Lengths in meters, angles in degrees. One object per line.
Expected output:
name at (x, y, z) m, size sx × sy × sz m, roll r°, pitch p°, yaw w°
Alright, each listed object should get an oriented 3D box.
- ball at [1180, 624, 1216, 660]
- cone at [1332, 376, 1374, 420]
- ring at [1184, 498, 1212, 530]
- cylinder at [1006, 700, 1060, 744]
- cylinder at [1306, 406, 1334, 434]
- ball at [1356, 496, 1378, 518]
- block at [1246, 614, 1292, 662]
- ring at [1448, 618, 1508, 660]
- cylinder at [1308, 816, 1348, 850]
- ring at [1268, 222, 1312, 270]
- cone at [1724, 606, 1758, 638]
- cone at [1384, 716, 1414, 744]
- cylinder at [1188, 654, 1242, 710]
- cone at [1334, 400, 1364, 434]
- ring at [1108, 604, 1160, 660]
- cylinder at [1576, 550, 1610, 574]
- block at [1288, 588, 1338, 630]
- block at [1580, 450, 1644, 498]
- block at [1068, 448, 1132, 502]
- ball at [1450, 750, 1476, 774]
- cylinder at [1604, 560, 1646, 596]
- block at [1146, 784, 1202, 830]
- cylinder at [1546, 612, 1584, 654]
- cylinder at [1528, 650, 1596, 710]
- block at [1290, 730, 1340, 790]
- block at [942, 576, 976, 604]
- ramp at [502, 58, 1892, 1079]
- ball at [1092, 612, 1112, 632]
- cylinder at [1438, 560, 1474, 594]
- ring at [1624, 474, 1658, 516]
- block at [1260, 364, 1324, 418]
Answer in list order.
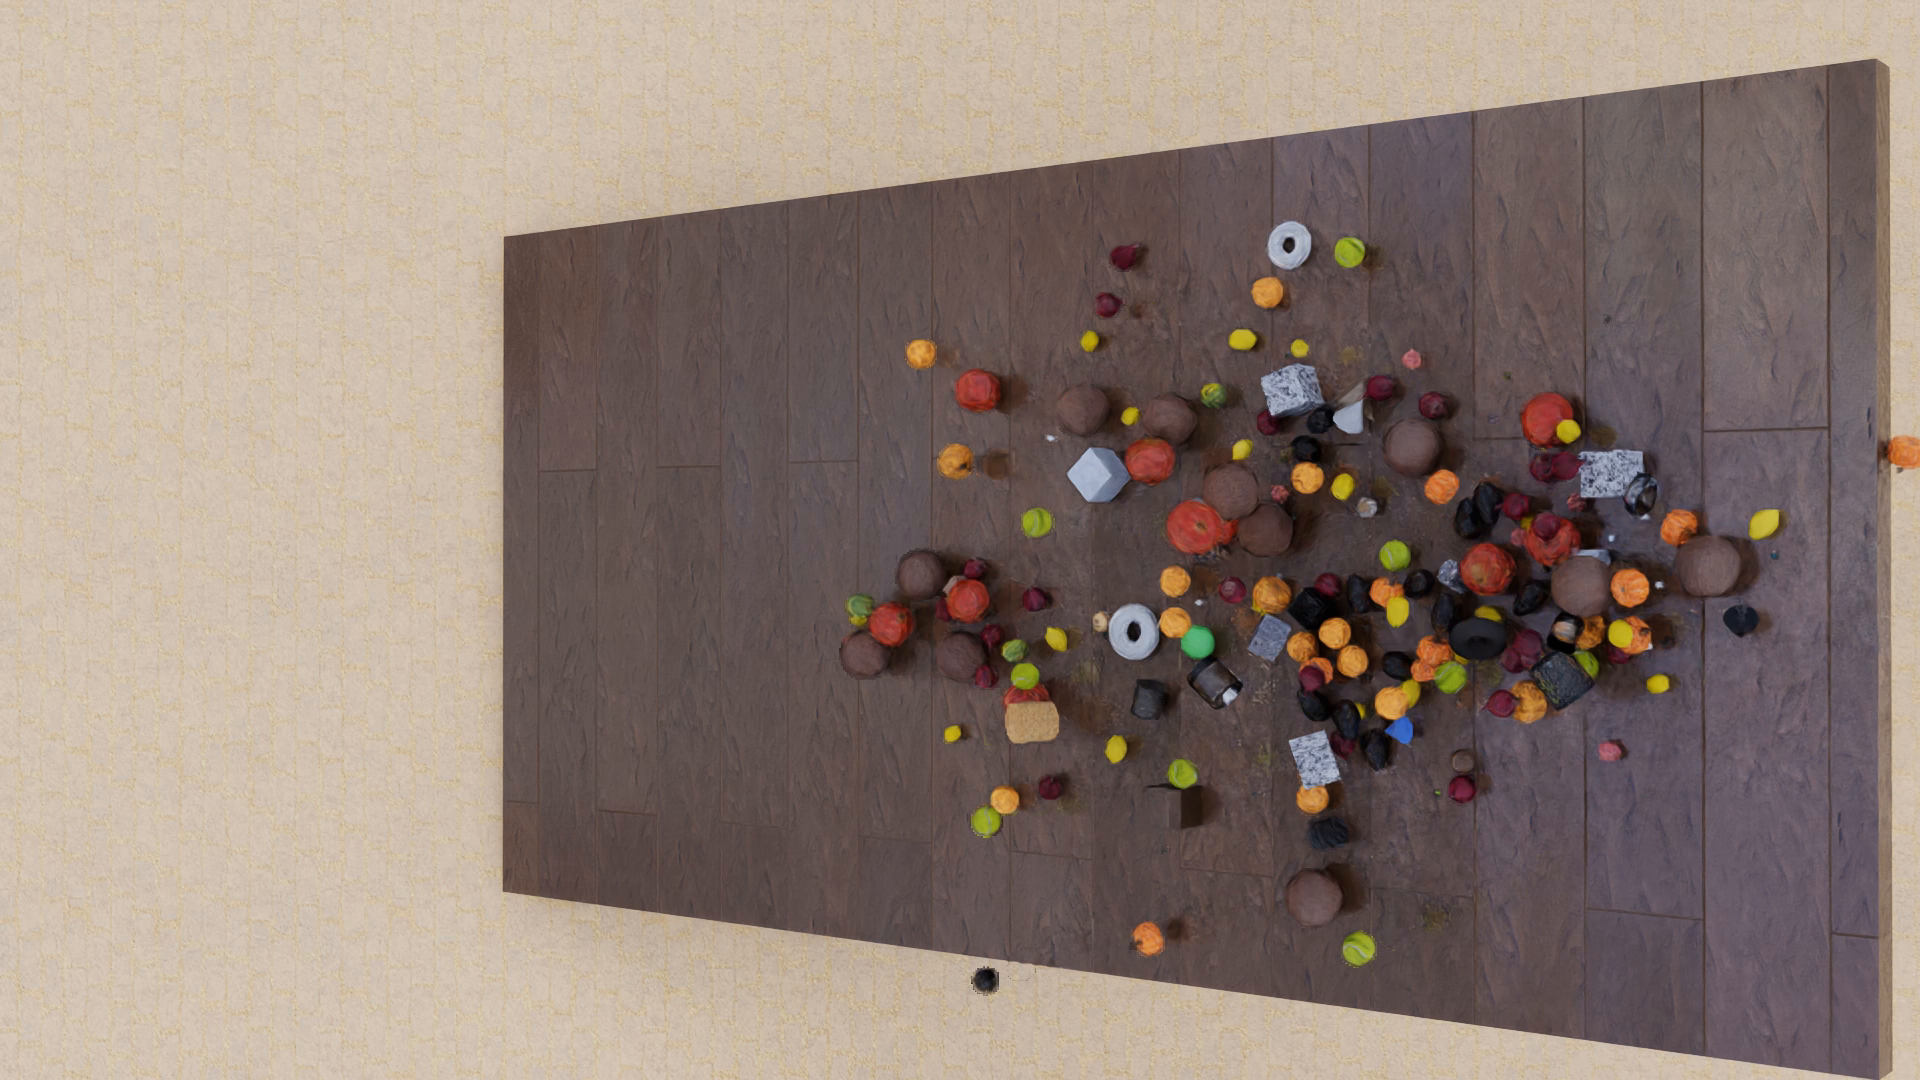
ball at (0.561, 0.241, 5.184) m, size 0.082 × 0.082 × 0.082 m, roll 0°, pitch 90°, yaw 0°
cone at (0.905, -0.304, 4.952) m, size 0.095 × 0.095 × 0.095 m, roll -38°, pitch 96°, yaw 0°
ring at (0.564, -0.061, 5.219) m, size 0.077 × 0.026 × 0.077 m, roll 1°, pitch 91°, yaw 38°
cylinder at (0.175, 0.443, 5.357) m, size 0.098 × 0.098 × 0.098 m, roll -2°, pitch 90°, yaw -24°
cylinder at (0.819, -0.271, 4.989) m, size 0.052 × 0.052 × 0.052 m, roll 11°, pitch 114°, yaw 26°
ball at (0.914, -0.073, 4.939) m, size 0.050 × 0.050 × 0.050 m, roll 0°, pitch 90°, yaw 0°
block at (0.696, 0.220, 4.949) m, size 0.066 × 0.066 × 0.066 m, roll 26°, pitch 55°, yaw 3°
ring at (1.115, 0.213, 4.732) m, size 0.125 × 0.125 × 0.042 m, roll 9°, pitch 51°, yaw 0°
cylinder at (0.831, 0.662, 4.966) m, size 0.065 × 0.065 × 0.065 m, roll 13°, pitch 67°, yaw -33°
ring at (0.760, -0.679, 5.069) m, size 0.110 × 0.037 × 0.110 m, roll -2°, pitch 87°, yaw 38°
cone at (1.573, 0.178, 4.432) m, size 0.067 × 0.067 × 0.067 m, roll -9°, pitch 50°, yaw 10°
cone at (0.962, 0.423, 4.880) m, size 0.060 × 0.060 × 0.060 m, roll 7°, pitch 78°, yaw -36°
cylinder at (0.592, 0.331, 5.107) m, size 0.091 × 0.091 × 0.091 m, roll -42°, pitch 61°, yaw 0°
cone at (0.882, -0.288, 4.905) m, size 0.074 × 0.074 × 0.074 m, roll 24°, pitch 134°, yaw 0°
ring at (0.420, 0.221, 5.313) m, size 0.137 × 0.046 × 0.137 m, roll 0°, pitch 90°, yaw 36°
cylinder at (1.329, 0.045, 4.615) m, size 0.050 × 0.050 × 0.050 m, roll 1°, pitch 89°, yaw -41°
block at (0.802, 0.157, 5.007) m, size 0.066 × 0.066 × 0.066 m, roll 50°, pitch 120°, yaw 30°
block at (1.355, -0.136, 4.570) m, size 0.094 × 0.094 × 0.094 m, roll 0°, pitch 88°, yaw -44°
block at (0.339, -0.158, 5.347) m, size 0.093 × 0.093 × 0.093 m, roll -49°, pitch 63°, yaw 26°
ball at (1.096, 0.484, 4.795) m, size 0.055 × 0.055 × 0.055 m, roll 0°, pitch 90°, yaw 0°
cylinder at (1.369, 0.078, 4.529) m, size 0.060 × 0.060 × 0.060 m, roll -9°, pitch 109°, yaw -28°
block at (0.507, 0.631, 5.214) m, size 0.093 × 0.093 × 0.093 m, roll 1°, pitch 90°, yaw 37°
cylinder at (1.235, 0.190, 4.485) m, size 0.060 × 0.060 × 0.060 m, roll 32°, pitch 61°, yaw 0°
cylinder at (1.236, 0.283, 4.522) m, size 0.097 × 0.097 × 0.097 m, roll -37°, pitch 85°, yaw 0°
block at (0.788, 0.489, 4.882) m, size 0.083 × 0.083 × 0.083 m, roll -18°, pitch 116°, yaw 6°
block at (0.000, 0.126, 5.628) m, size 0.051 × 0.051 × 0.051 m, roll 51°, pitch 119°, yaw 26°
ramp at (0.230, 0.065, 5.549) m, size 4.000 × 0.100 × 2.000 m, roll 0°, pitch 89°, yaw 37°
ball at (0.347, 0.200, 5.365) m, size 0.051 × 0.051 × 0.051 m, roll 0°, pitch 90°, yaw 0°
cylinder at (1.082, 0.081, 4.794) m, size 0.056 × 0.056 × 0.056 m, roll 26°, pitch 90°, yaw -30°
ring at (1.400, -0.093, 4.520) m, size 0.092 × 0.031 × 0.092 m, roll -14°, pitch 115°, yaw -33°
block at (0.761, -0.340, 5.030) m, size 0.093 × 0.093 × 0.093 m, roll -23°, pitch 76°, yaw 35°
